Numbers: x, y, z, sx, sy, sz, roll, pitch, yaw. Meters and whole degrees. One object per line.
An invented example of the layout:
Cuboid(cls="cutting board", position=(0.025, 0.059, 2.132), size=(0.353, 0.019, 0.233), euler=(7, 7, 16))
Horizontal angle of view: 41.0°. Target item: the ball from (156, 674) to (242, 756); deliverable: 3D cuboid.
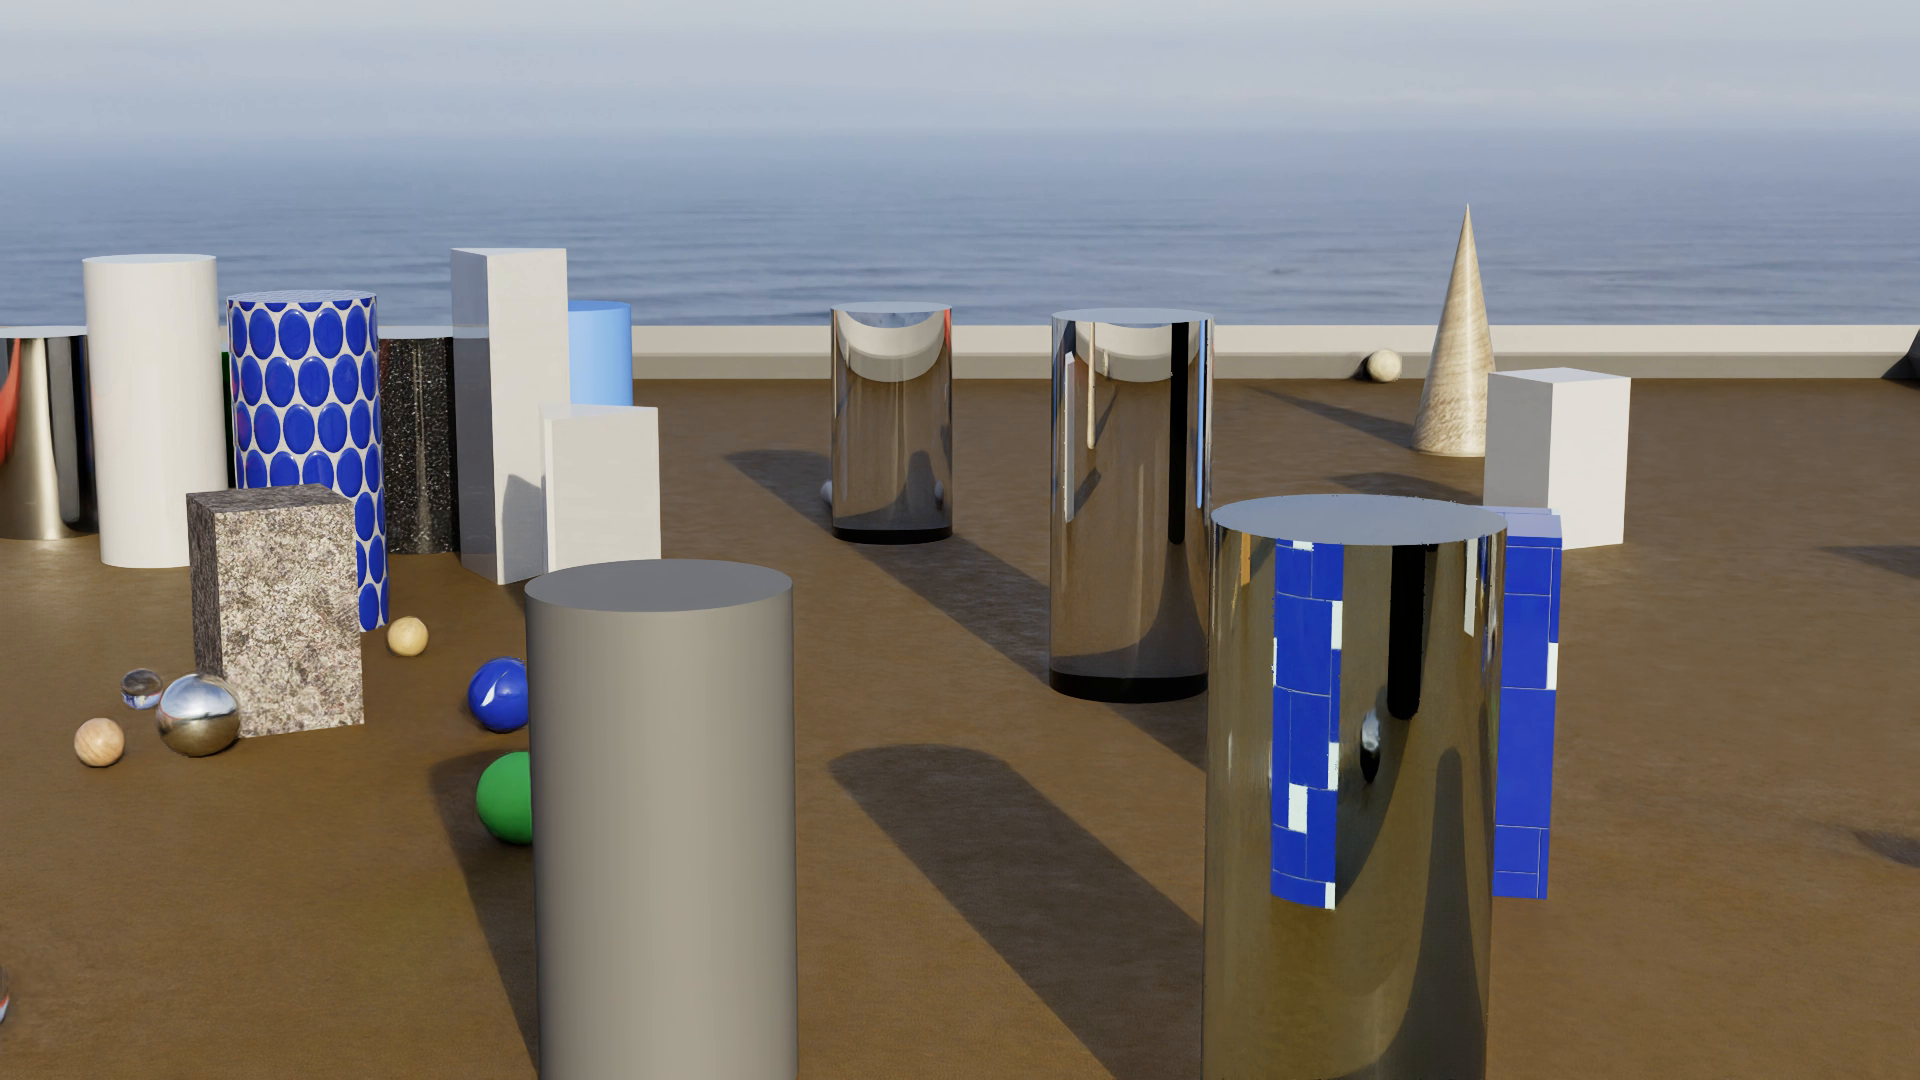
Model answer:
Cuboid(cls="ball", position=(-0.807, 0.185, 2.724), size=(0.088, 0.088, 0.088), euler=(0, 11, 0))

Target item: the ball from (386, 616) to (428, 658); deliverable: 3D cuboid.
Cuboid(cls="ball", position=(-0.684, 0.120, 3.175), size=(0.051, 0.051, 0.051), euler=(0, 11, 0))

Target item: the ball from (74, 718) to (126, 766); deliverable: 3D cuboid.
Cuboid(cls="ball", position=(-0.899, 0.211, 2.682), size=(0.052, 0.052, 0.052), euler=(0, 11, 0))

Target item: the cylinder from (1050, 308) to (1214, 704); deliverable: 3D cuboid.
Cuboid(cls="cylinder", position=(0.200, -0.044, 3.001), size=(0.188, 0.437, 0.188), euler=(0, 11, 0))

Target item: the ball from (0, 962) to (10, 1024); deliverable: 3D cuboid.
Cuboid(cls="ball", position=(-0.752, 0.337, 1.896), size=(0.093, 0.093, 0.093), euler=(0, 11, 0))

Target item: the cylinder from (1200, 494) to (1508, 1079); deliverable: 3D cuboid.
Cuboid(cls="cylinder", position=(0.255, 0.201, 1.682), size=(0.188, 0.438, 0.188), euler=(0, 11, 0))

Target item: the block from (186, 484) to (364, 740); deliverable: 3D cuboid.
Cuboid(cls="block", position=(-0.766, 0.076, 2.867), size=(0.150, 0.250, 0.150), euler=(-6, 12, -27))

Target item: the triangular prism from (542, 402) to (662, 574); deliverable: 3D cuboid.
Cuboid(cls="triangular prism", position=(-0.487, -0.019, 3.246), size=(0.163, 0.298, 0.141), euler=(-9, 14, -41))

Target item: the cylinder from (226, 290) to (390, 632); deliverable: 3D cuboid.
Cuboid(cls="cylinder", position=(-0.846, -0.103, 3.336), size=(0.188, 0.429, 0.188), euler=(0, 11, 0))

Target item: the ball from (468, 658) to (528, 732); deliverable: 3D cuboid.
Cuboid(cls="ball", position=(-0.501, 0.171, 2.821), size=(0.081, 0.081, 0.081), euler=(0, 11, 0))

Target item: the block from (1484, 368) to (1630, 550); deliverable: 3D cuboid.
Cuboid(cls="block", position=(0.914, -0.126, 3.938), size=(0.150, 0.255, 0.150), euler=(-5, 12, -27))

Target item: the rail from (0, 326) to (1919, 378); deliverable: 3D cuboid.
Cuboid(cls="rail", position=(-0.015, -0.432, 5.933), size=(4.497, 0.122, 0.045), euler=(0, 11, 0))

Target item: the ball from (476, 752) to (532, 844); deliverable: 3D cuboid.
Cuboid(cls="ball", position=(-0.413, 0.243, 2.418), size=(0.087, 0.087, 0.087), euler=(0, 11, 0))

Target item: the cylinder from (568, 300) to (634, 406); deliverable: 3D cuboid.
Cuboid(cls="cylinder", position=(-0.608, -0.193, 4.036), size=(0.188, 0.351, 0.188), euler=(0, 11, 0))

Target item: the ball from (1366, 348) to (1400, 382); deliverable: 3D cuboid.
Cuboid(cls="ball", position=(0.973, -0.400, 5.888), size=(0.078, 0.078, 0.078), euler=(0, 11, 0))

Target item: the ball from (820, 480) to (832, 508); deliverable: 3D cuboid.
Cuboid(cls="ball", position=(-0.206, -0.076, 4.237), size=(0.047, 0.047, 0.047), euler=(0, 11, 0))

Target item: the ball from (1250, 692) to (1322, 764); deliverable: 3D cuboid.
Cuboid(cls="ball", position=(0.342, 0.197, 2.693), size=(0.076, 0.076, 0.076), euler=(0, 11, 0))

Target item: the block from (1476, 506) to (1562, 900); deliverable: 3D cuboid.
Cuboid(cls="block", position=(0.459, 0.141, 2.318), size=(0.150, 0.324, 0.150), euler=(2, 11, 12))

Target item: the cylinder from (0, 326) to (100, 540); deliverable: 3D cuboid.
Cuboid(cls="cylinder", position=(-1.432, -0.171, 4.019), size=(0.188, 0.312, 0.188), euler=(0, 11, 0))

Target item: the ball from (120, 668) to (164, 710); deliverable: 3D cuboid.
Cuboid(cls="ball", position=(-0.931, 0.170, 2.919), size=(0.047, 0.047, 0.047), euler=(0, 11, 0))

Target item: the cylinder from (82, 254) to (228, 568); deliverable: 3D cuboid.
Cuboid(cls="cylinder", position=(-1.184, -0.194, 3.788), size=(0.188, 0.442, 0.188), euler=(0, 11, 0))

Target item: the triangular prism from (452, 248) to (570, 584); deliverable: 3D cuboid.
Cuboid(cls="triangular prism", position=(-0.667, -0.184, 3.680), size=(0.141, 0.462, 0.163), euler=(6, 12, 30))

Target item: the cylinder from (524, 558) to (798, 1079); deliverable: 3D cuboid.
Cuboid(cls="cylinder", position=(-0.212, 0.210, 1.841), size=(0.188, 0.363, 0.188), euler=(0, 11, 0))

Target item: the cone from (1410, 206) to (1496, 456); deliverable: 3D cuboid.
Cuboid(cls="cone", position=(0.949, -0.403, 4.838), size=(0.188, 0.469, 0.188), euler=(0, 11, 0))

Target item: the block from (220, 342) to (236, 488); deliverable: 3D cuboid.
Cuboid(cls="block", position=(-1.266, -0.222, 4.503), size=(0.150, 0.236, 0.150), euler=(-7, 12, -31))

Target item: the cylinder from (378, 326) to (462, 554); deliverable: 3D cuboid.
Cuboid(cls="cylinder", position=(-0.825, -0.155, 3.902), size=(0.188, 0.324, 0.188), euler=(0, 11, 0))

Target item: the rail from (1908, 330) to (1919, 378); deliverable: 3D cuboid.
Cuboid(cls="rail", position=(2.225, 0.029, 3.462), size=(0.045, 0.122, 5.100), euler=(0, 11, 0))

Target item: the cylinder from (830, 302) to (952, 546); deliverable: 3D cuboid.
Cuboid(cls="cylinder", position=(-0.105, -0.184, 3.975), size=(0.188, 0.354, 0.188), euler=(0, 11, 0))
